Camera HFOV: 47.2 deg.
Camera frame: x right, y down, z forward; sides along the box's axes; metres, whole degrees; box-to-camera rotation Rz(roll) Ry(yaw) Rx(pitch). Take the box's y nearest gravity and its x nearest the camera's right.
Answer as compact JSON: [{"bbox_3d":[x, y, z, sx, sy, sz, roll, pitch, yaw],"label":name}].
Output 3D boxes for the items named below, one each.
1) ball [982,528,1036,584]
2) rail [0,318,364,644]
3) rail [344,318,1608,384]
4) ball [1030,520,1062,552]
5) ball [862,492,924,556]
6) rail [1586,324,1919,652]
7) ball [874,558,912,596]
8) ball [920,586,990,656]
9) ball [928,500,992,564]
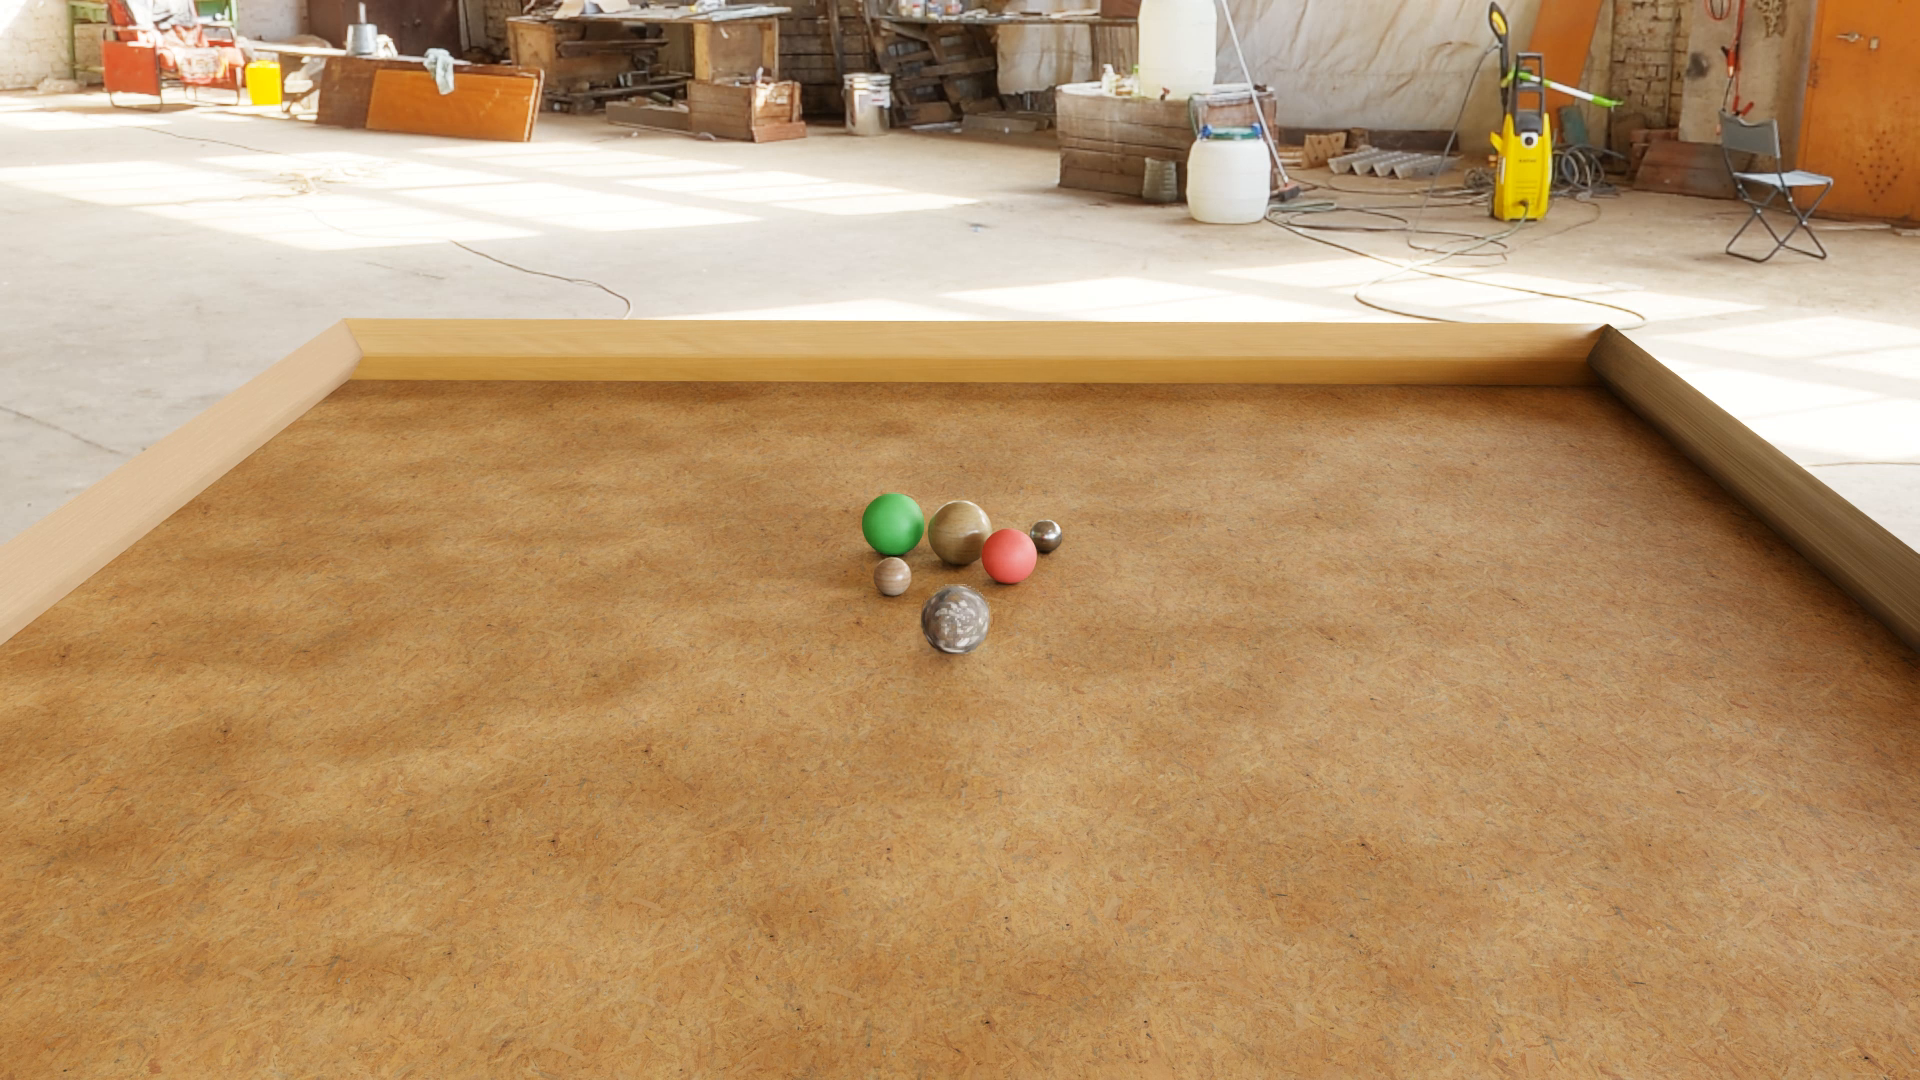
[{"bbox_3d":[0.061,0.020,2.744,0.069,0.069,0.069,0,17,0],"label":"ball"},{"bbox_3d":[-1.096,0.278,1.820,0.045,0.108,4.242,0,17,1],"label":"rail"},{"bbox_3d":[0.021,-0.322,3.807,2.198,0.108,0.045,0,17,1],"label":"rail"},{"bbox_3d":[0.112,-0.005,2.874,0.043,0.043,0.043,0,17,0],"label":"ball"},{"bbox_3d":[-0.087,-0.020,2.857,0.082,0.082,0.082,0,17,0],"label":"ball"},{"bbox_3d":[1.054,0.290,1.779,0.045,0.108,4.242,0,17,1],"label":"rail"},{"bbox_3d":[-0.083,0.045,2.700,0.047,0.047,0.047,0,17,0],"label":"ball"},{"bbox_3d":[-0.005,0.091,2.492,0.079,0.079,0.079,0,17,0],"label":"ball"},{"bbox_3d":[0.000,-0.010,2.819,0.083,0.083,0.083,0,17,0],"label":"ball"}]
